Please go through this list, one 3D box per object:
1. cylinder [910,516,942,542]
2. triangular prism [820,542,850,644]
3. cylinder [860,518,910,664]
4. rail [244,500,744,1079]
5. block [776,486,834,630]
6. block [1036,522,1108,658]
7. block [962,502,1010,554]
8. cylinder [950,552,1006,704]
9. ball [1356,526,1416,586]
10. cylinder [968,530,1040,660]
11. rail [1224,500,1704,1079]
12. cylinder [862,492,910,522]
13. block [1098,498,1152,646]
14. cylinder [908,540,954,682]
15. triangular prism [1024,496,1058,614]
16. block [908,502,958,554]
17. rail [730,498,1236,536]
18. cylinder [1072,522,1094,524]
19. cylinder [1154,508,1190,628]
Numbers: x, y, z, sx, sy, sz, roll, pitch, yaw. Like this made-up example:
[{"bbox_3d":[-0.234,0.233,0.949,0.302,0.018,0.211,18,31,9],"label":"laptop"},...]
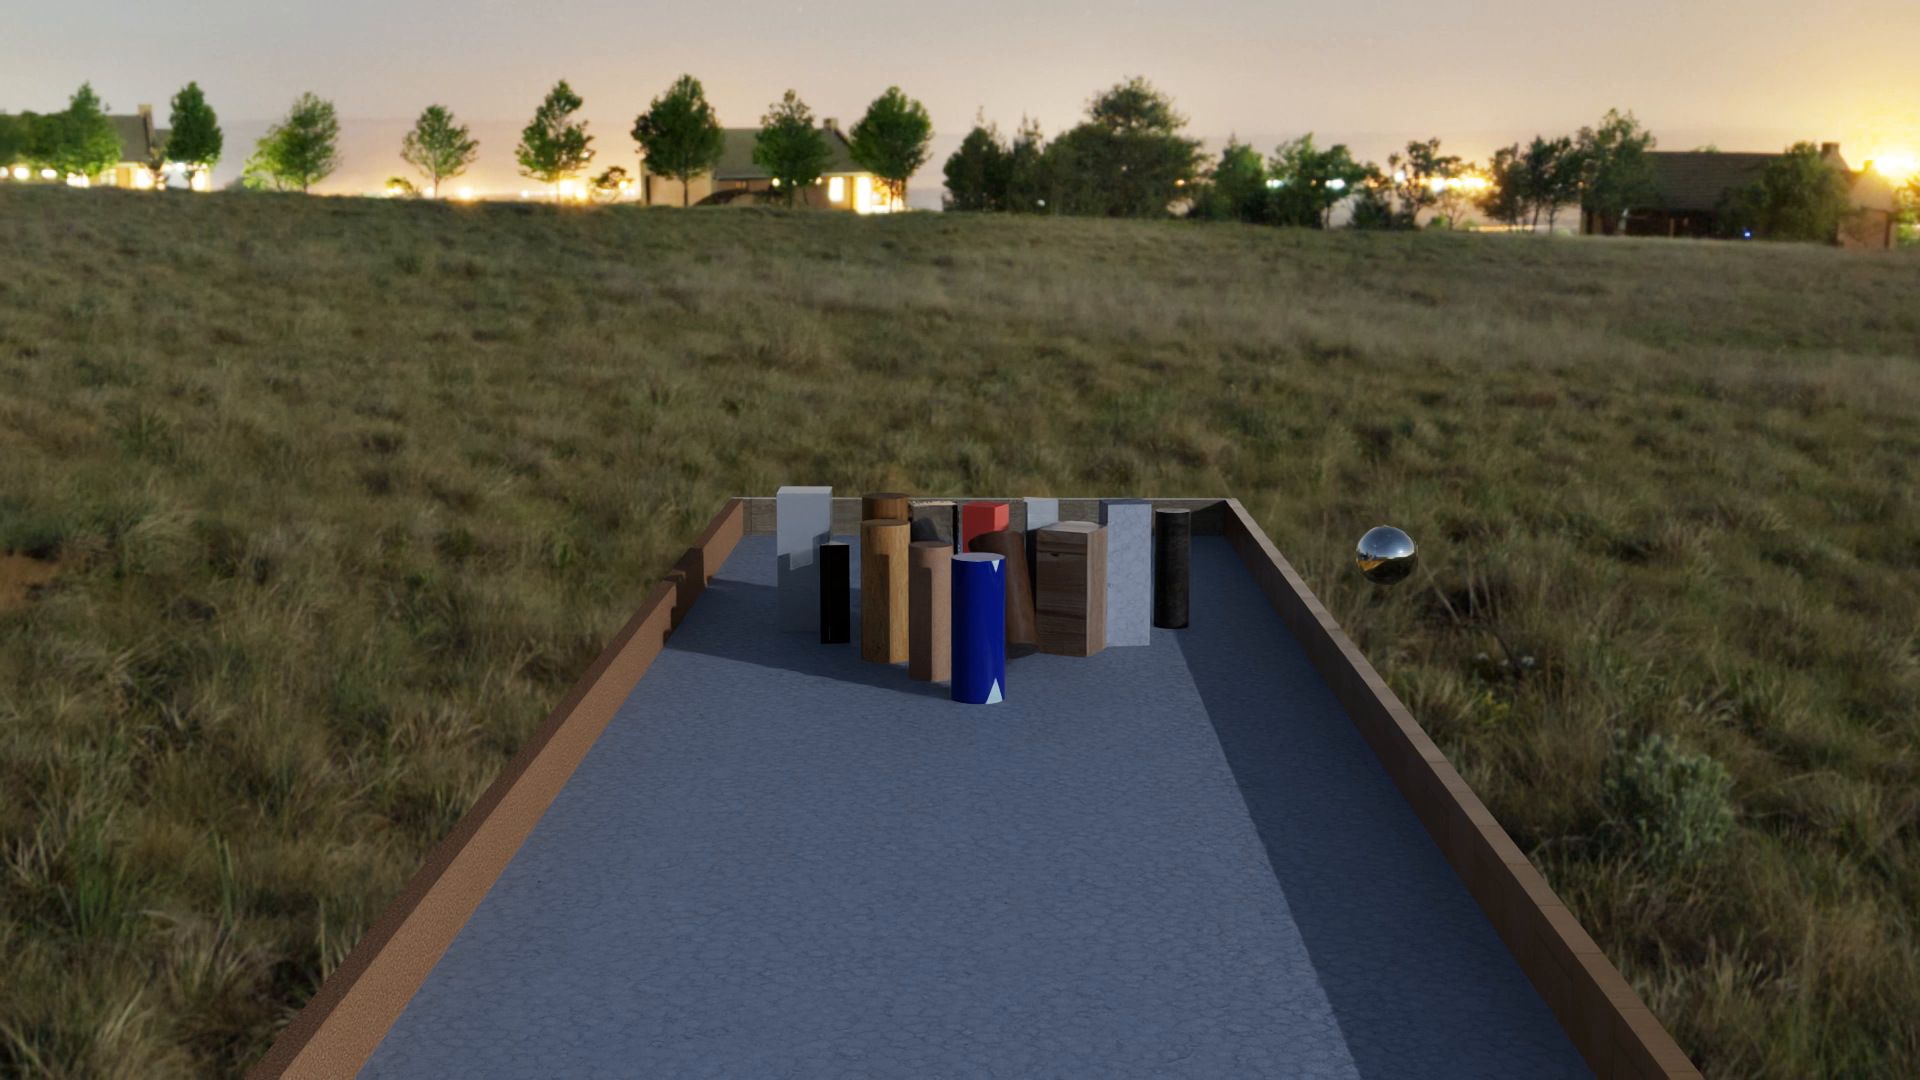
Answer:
[{"bbox_3d":[-0.056,0.144,6.752,0.111,0.422,0.111,-24,-7,-3],"label":"cylinder"},{"bbox_3d":[-0.400,0.165,6.964,0.092,0.315,0.079,-2,9,-10],"label":"triangular prism"},{"bbox_3d":[-0.226,0.154,6.698,0.152,0.419,0.152,0,9,0],"label":"cylinder"},{"bbox_3d":[-1.004,0.839,3.234,0.050,0.150,12.000,0,9,1],"label":"rail"},{"bbox_3d":[-0.505,0.060,7.194,0.170,0.451,0.170,0,9,0],"label":"block"},{"bbox_3d":[0.347,0.152,6.815,0.168,0.387,0.168,4,10,25],"label":"block"},{"bbox_3d":[0.085,0.082,7.217,0.114,0.400,0.114,4,10,25],"label":"block"},{"bbox_3d":[0.051,0.246,6.168,0.152,0.403,0.152,0,9,0],"label":"cylinder"},{"bbox_3d":[1.401,0.051,7.238,0.197,0.197,0.197,0,9,0],"label":"ball"},{"bbox_3d":[0.133,0.169,6.681,0.170,0.358,0.170,-7,-18,-2],"label":"cylinder"},{"bbox_3d":[1.046,0.843,3.208,0.050,0.150,12.000,0,9,1],"label":"rail"},{"bbox_3d":[-0.242,0.067,7.214,0.157,0.429,0.157,0,9,0],"label":"cylinder"},{"bbox_3d":[0.518,0.101,6.942,0.138,0.448,0.138,-1,9,-8],"label":"block"},{"bbox_3d":[-0.085,0.208,6.439,0.132,0.394,0.132,0,9,0],"label":"cylinder"},{"bbox_3d":[0.231,0.096,6.938,0.120,0.458,0.104,-6,11,-31],"label":"triangular prism"},{"bbox_3d":[-0.086,0.104,6.928,0.138,0.439,0.138,-1,6,-9],"label":"block"},{"bbox_3d":[0.099,-0.098,9.147,2.100,0.150,0.050,0,9,1],"label":"rail"},{"bbox_3d":[0.378,0.117,7.191,0.145,0.338,0.145,0,9,0],"label":"cylinder"},{"bbox_3d":[0.694,0.092,7.204,0.115,0.383,0.115,0,9,0],"label":"cylinder"}]
